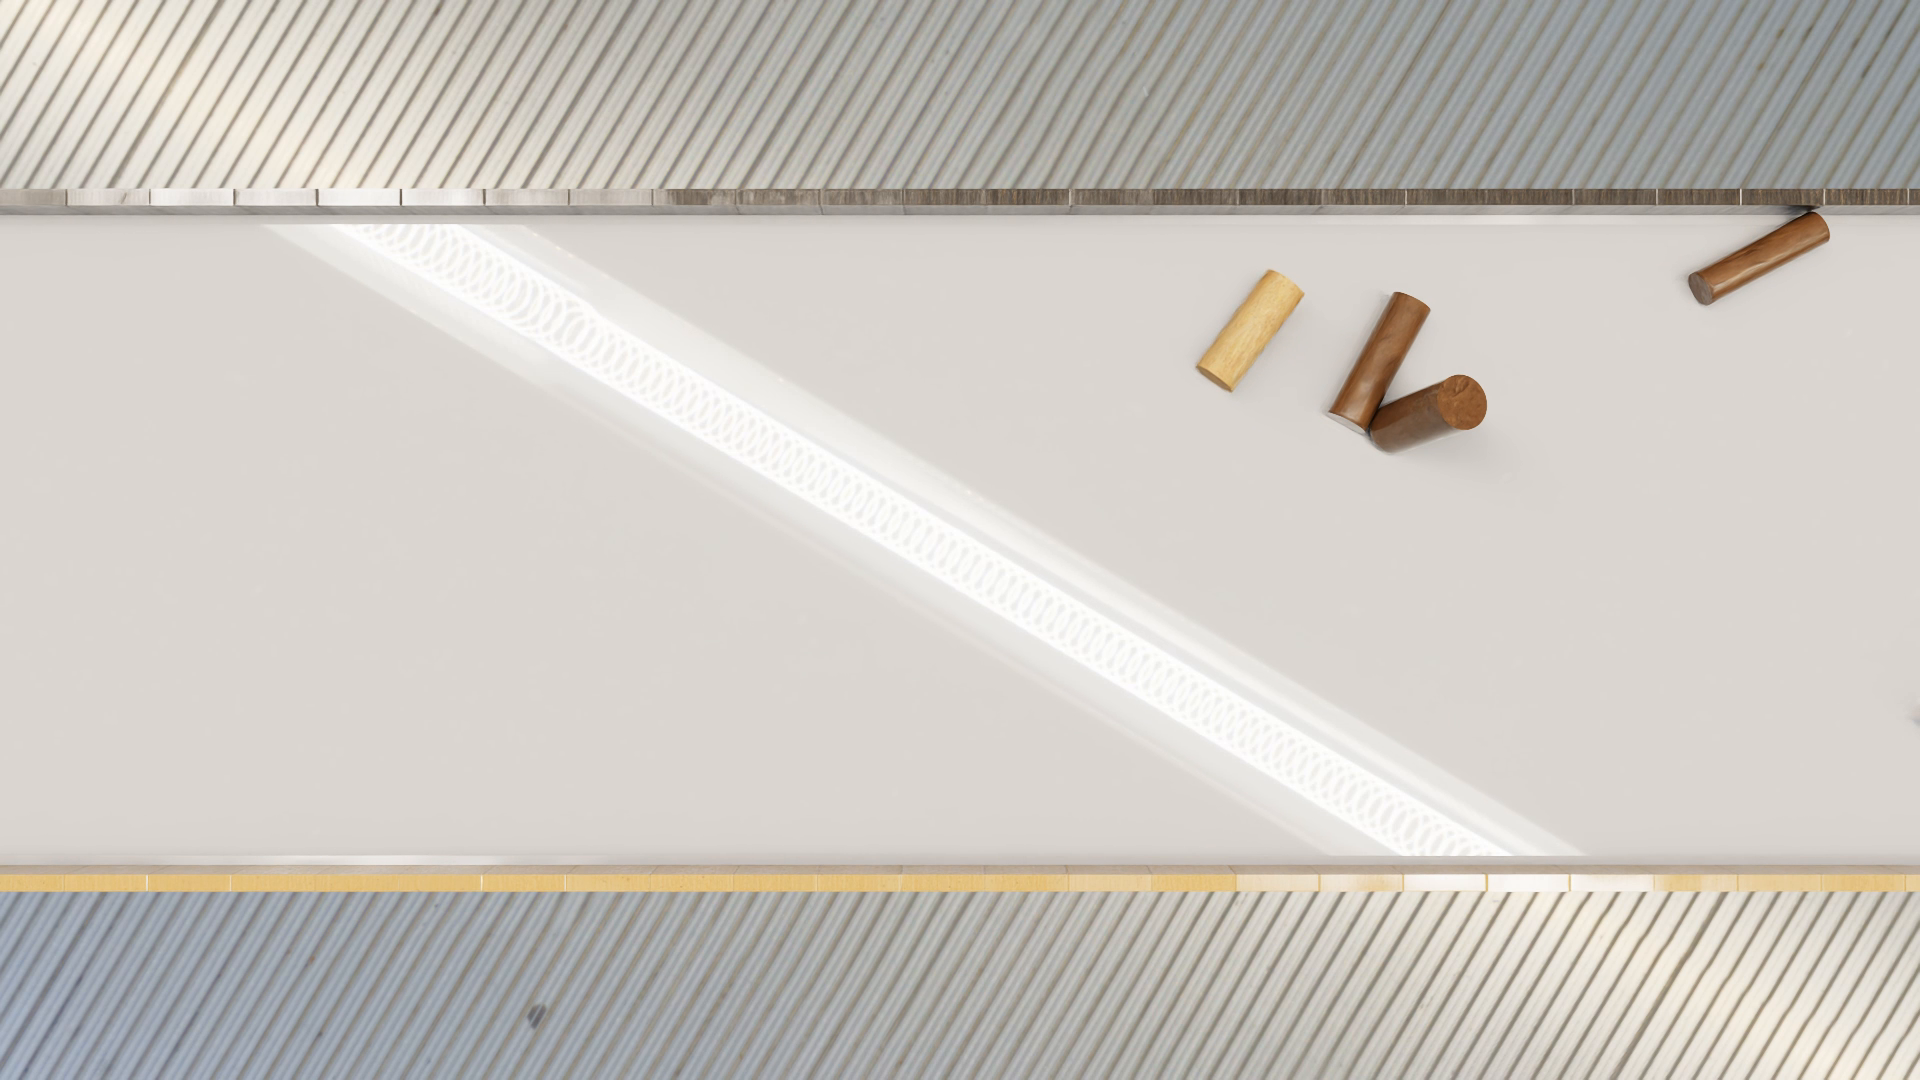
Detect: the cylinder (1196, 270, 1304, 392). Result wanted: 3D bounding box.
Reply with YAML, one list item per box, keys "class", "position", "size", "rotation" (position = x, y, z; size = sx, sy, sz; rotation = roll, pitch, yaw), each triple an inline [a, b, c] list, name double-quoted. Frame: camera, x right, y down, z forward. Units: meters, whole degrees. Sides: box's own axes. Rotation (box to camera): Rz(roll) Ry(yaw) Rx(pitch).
- class: "cylinder"
  position: [0.881, -0.635, 5.010]
  size: [0.134, 0.134, 0.363]
  rotation: [37, 90, 0]

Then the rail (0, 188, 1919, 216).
- class: "rail"
  position: [-2.247, -1.025, 5.002]
  size: [12.000, 0.150, 0.050]
  rotation: [0, 90, 0]

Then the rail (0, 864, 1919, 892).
- class: "rail"
  position: [-2.247, 1.025, 5.001]
  size: [12.000, 0.150, 0.050]
  rotation: [0, 90, 0]

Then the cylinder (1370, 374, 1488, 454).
- class: "cylinder"
  position: [1.377, -0.367, 4.872]
  size: [0.162, 0.378, 0.162]
  rotation: [2, 82, -16]

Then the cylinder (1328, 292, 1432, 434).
- class: "cylinder"
  position: [1.273, -0.540, 5.012]
  size: [0.128, 0.128, 0.418]
  rotation: [29, 90, 0]

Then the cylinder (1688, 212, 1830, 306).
- class: "cylinder"
  position: [2.432, -0.857, 5.021]
  size: [0.404, 0.110, 0.110]
  rotation: [-28, 90, 0]
